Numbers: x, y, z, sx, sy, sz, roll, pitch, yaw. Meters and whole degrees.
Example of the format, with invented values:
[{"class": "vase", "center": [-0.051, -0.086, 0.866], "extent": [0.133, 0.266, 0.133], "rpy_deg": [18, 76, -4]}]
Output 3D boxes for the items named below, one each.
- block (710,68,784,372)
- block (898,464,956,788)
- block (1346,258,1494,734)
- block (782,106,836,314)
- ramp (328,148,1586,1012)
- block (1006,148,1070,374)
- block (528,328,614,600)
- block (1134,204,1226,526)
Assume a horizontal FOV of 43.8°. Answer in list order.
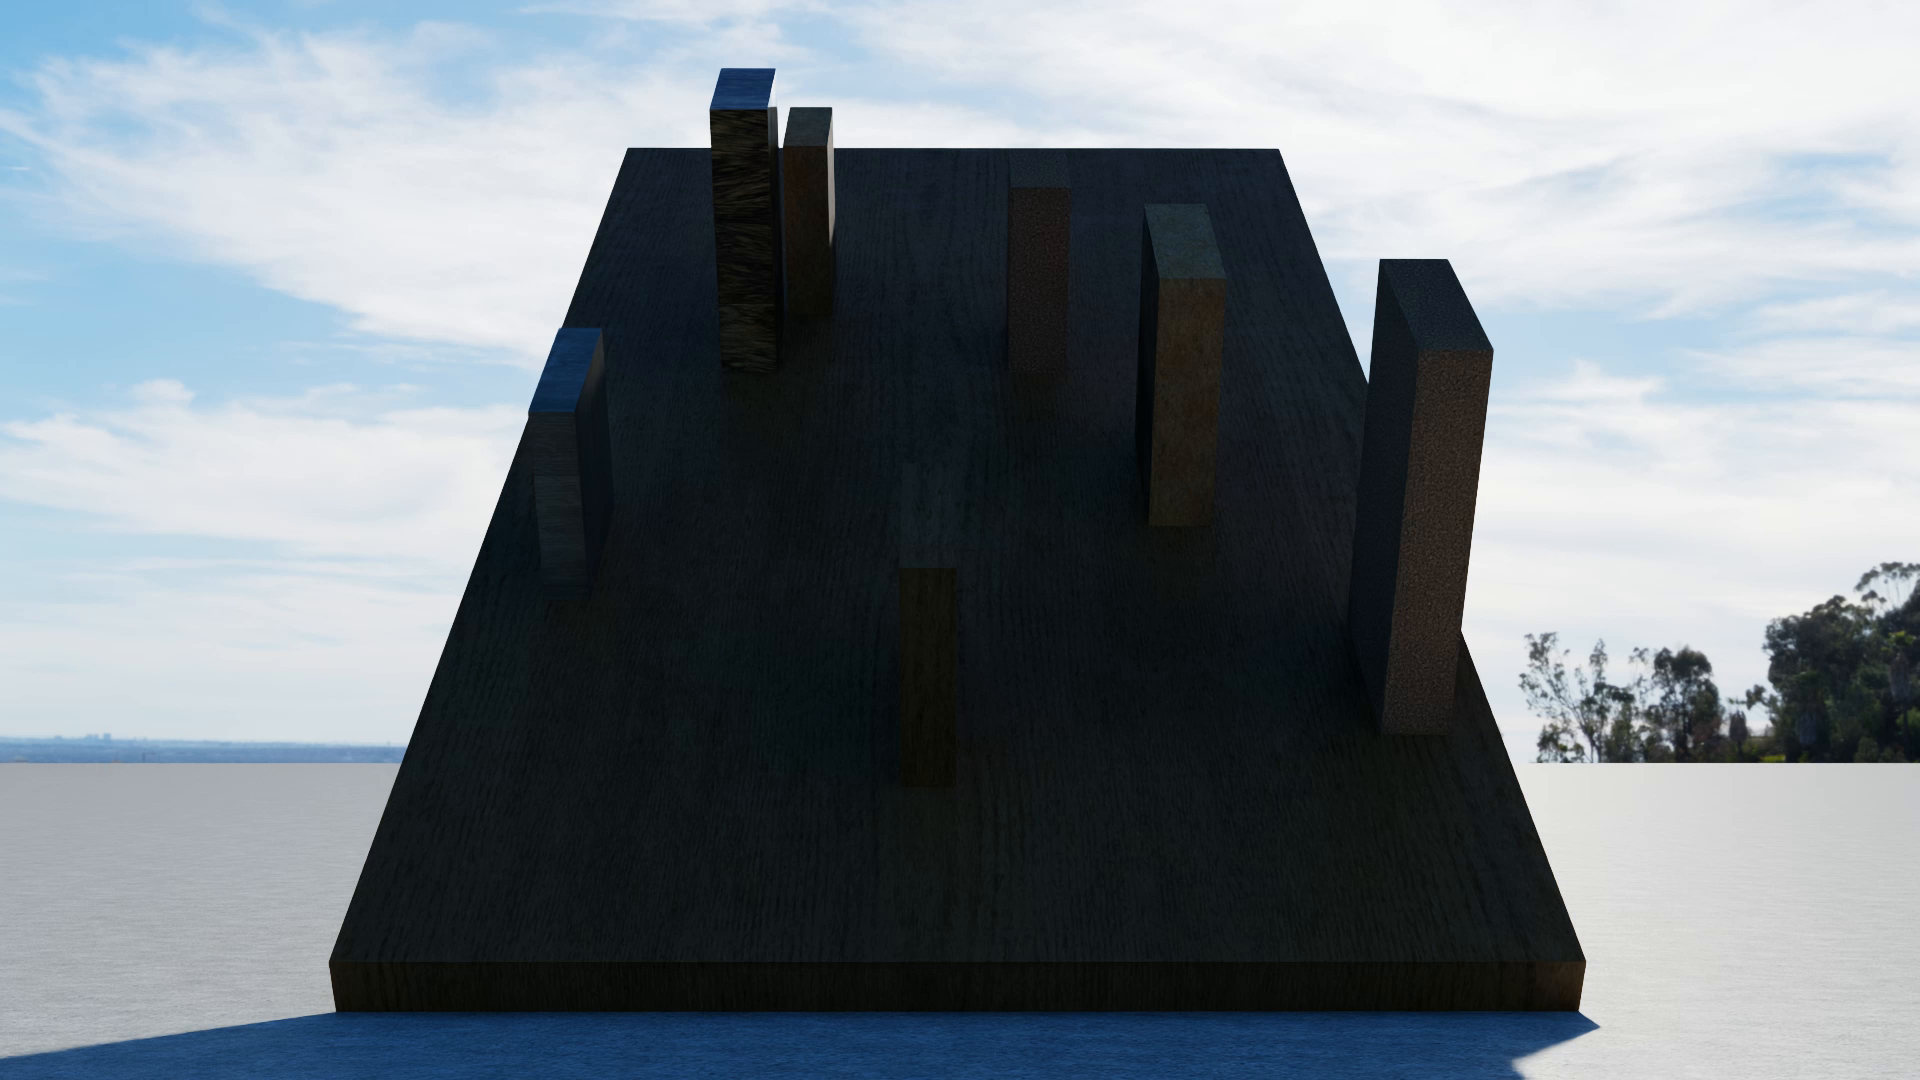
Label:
[{"class": "block", "center": [-0.514, -0.778, 5.809], "extent": [0.134, 0.664, 0.326], "rpy_deg": [0, 28, 0]}, {"class": "block", "center": [-0.056, 0.149, 4.301], "extent": [0.097, 0.443, 0.400], "rpy_deg": [0, 28, 0]}, {"class": "block", "center": [0.837, -0.081, 4.393], "extent": [0.126, 0.768, 0.423], "rpy_deg": [0, 28, 0]}, {"class": "block", "center": [-0.387, -0.855, 6.183], "extent": [0.111, 0.452, 0.314], "rpy_deg": [0, 28, 0]}, {"class": "ramp", "center": [-0.011, -0.223, 5.581], "extent": [2.000, 0.100, 4.000], "rpy_deg": [0, 28, 0]}, {"class": "block", "center": [0.189, -0.683, 5.836], "extent": [0.141, 0.476, 0.280], "rpy_deg": [0, 28, 0]}, {"class": "block", "center": [-0.794, -0.161, 4.905], "extent": [0.090, 0.420, 0.417], "rpy_deg": [0, 28, 0]}, {"class": "block", "center": [0.472, -0.384, 5.177], "extent": [0.136, 0.567, 0.441], "rpy_deg": [0, 28, 0]}]
